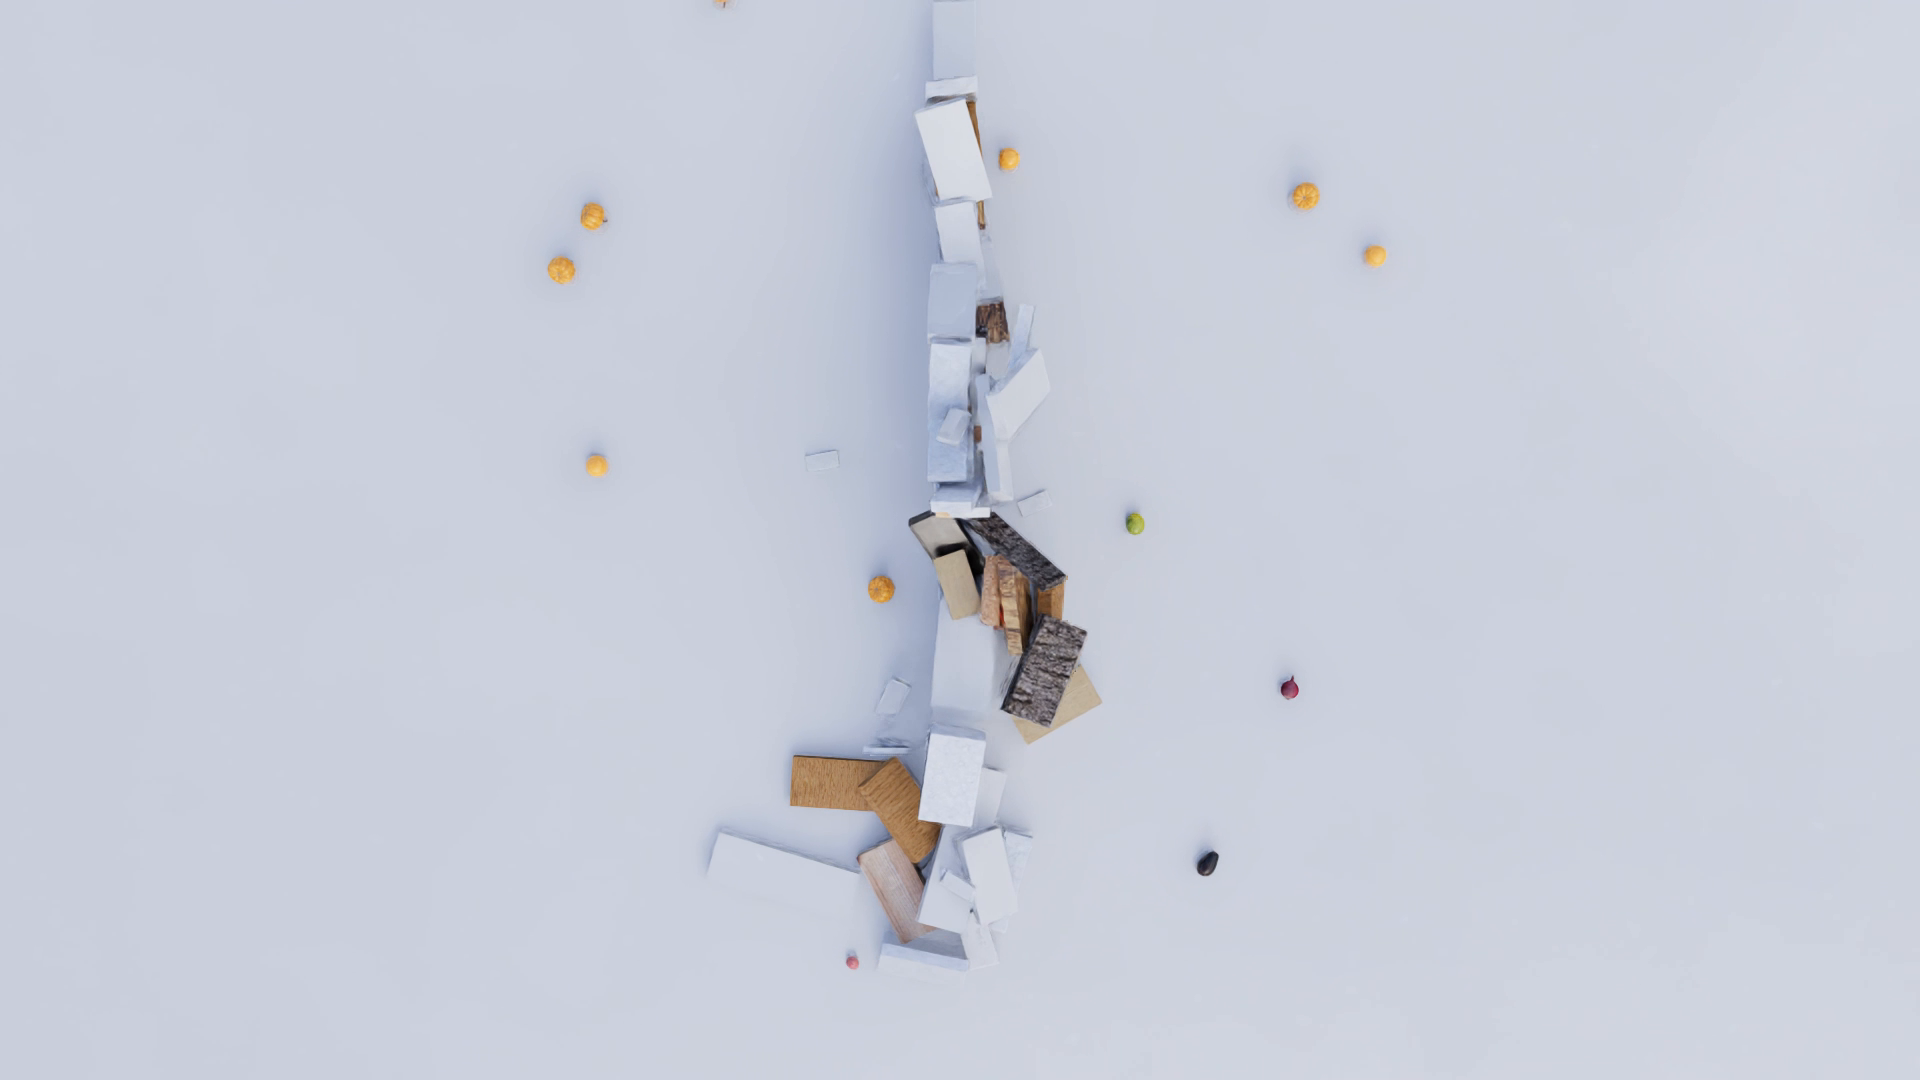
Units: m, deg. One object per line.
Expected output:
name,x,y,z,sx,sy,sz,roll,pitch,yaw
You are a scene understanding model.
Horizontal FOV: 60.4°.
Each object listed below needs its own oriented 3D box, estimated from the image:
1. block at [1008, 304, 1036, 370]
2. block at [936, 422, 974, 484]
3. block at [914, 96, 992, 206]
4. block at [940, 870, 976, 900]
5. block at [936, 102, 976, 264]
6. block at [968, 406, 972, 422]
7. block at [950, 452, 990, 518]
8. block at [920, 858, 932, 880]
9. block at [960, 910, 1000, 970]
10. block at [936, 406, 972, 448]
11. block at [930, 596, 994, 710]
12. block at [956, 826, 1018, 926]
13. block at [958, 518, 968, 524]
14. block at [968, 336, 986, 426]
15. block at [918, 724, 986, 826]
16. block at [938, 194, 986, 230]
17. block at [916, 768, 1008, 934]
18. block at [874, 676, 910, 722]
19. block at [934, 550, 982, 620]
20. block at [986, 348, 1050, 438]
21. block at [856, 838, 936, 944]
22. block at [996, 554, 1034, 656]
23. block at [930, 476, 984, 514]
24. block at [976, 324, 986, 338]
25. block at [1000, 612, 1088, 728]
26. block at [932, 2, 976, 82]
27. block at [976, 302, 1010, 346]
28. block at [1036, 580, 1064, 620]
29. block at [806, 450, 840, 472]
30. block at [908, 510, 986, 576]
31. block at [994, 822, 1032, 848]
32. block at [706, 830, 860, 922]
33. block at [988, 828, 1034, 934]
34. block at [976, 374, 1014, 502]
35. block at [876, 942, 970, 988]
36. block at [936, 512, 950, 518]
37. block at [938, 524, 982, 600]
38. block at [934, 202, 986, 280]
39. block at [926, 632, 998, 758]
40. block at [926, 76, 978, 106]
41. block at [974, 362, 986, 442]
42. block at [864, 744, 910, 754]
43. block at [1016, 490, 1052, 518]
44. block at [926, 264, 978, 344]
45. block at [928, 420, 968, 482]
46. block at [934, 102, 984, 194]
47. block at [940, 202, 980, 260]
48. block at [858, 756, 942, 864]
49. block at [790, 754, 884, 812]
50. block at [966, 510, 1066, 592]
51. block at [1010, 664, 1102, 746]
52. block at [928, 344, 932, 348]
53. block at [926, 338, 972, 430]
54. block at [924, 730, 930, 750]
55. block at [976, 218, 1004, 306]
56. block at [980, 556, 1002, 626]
block,0.191,-0.602,5.286,0.043,0.151,0.302,12,98,4
block,-0.015,-0.270,5.111,0.118,0.033,0.236,-1,48,3
block,-0.019,-1.218,5.205,0.162,0.046,0.324,-16,119,5
block,-0.005,1.120,5.352,0.106,0.015,0.053,31,107,10
block,-0.006,-1.063,5.464,0.141,0.040,0.881,-2,88,0
block,-0.021,-0.313,5.238,0.121,0.034,0.243,0,65,0
block,0.024,-0.178,5.206,0.121,0.498,0.034,-1,113,-1
block,-0.062,1.092,5.487,0.091,0.026,0.182,40,90,0
block,0.057,1.321,5.466,0.097,0.028,0.194,-15,99,6
block,-0.018,-0.350,5.090,0.070,0.020,0.140,19,49,5
block,0.010,0.366,5.305,0.176,0.050,0.351,6,85,0
block,0.091,1.098,5.396,0.144,0.041,0.288,-16,97,-26
block,-0.002,-0.060,5.369,0.140,0.281,0.040,0,59,0
block,-0.010,-0.505,5.243,0.167,0.334,0.047,2,48,-2
block,-0.025,0.757,5.287,0.176,0.050,0.351,8,120,0
block,0.001,-1.149,5.398,0.141,0.040,0.283,-5,77,2
block,0.005,1.010,5.422,0.158,0.045,0.535,17,82,-11
block,-0.224,0.529,5.469,0.070,0.020,0.140,27,108,-1
block,-0.004,0.145,5.278,0.104,0.029,0.208,-19,86,3
block,0.184,-0.461,5.151,0.043,0.302,0.151,4,126,31
block,-0.194,1.157,5.460,0.163,0.046,0.327,-28,90,12
block,0.183,0.188,5.331,0.047,0.167,0.334,-3,104,18
block,-0.006,-0.140,5.011,0.122,0.243,0.034,2,111,10
block,0.000,-0.592,5.337,0.167,0.334,0.047,0,68,0
block,0.270,0.418,5.292,0.167,0.047,0.334,23,88,-25
block,-0.018,-1.640,5.460,0.141,0.040,0.283,-1,82,0
block,0.065,-0.787,5.413,0.148,0.042,0.296,-11,88,0
block,0.289,0.290,5.413,0.047,0.167,0.334,4,90,15
block,-0.458,-0.262,5.492,0.106,0.015,0.053,-11,90,0
block,-0.036,0.017,5.311,0.140,0.040,0.281,-24,123,16
block,0.139,1.008,5.487,0.182,0.026,0.091,32,90,0
block,-0.588,1.114,5.477,0.483,0.046,0.163,17,90,0
block,0.150,1.131,5.466,0.097,0.028,0.336,16,97,0
block,0.107,-0.319,5.157,0.043,0.151,0.373,-9,79,15
block,-0.123,1.403,5.430,0.288,0.144,0.041,12,53,0
block,-0.004,-0.160,5.246,0.104,0.402,0.029,1,113,4
block,-0.001,0.072,5.403,0.140,0.040,0.281,0,125,0
block,0.001,-0.947,5.267,0.123,0.035,0.246,-10,101,3
block,0.007,0.510,5.344,0.175,0.050,0.452,8,85,0
block,-0.029,-1.436,5.294,0.162,0.324,0.046,-7,99,0
block,-0.002,-0.460,5.365,0.167,0.047,0.334,0,135,0
block,-0.239,0.688,5.424,0.139,0.070,0.020,6,87,-41
block,0.249,-0.120,5.492,0.106,0.015,0.053,-23,90,0
block,-0.023,-0.741,5.167,0.148,0.042,0.296,2,56,1
block,-0.036,-0.277,5.074,0.118,0.033,0.236,-1,48,4
block,-0.014,-1.277,5.366,0.162,0.046,0.324,-7,64,0
block,-0.002,-1.029,5.331,0.123,0.035,0.246,-2,81,2
block,-0.184,0.886,5.419,0.158,0.045,0.315,-39,99,-30
block,-0.395,0.809,5.477,0.327,0.046,0.163,4,90,0
block,0.176,0.029,5.217,0.336,0.118,0.033,42,120,16
block,0.313,0.547,5.479,0.288,0.041,0.144,-29,90,0
block,-0.076,-0.650,5.492,0.053,0.015,0.106,-16,90,0
block,-0.033,-0.478,5.141,0.123,0.035,0.306,6,124,3
block,-0.016,0.680,5.450,0.194,0.097,0.028,15,112,0
block,0.044,-0.896,5.358,0.148,0.042,0.296,-11,67,0
block,0.103,0.162,5.249,0.029,0.104,0.208,-1,73,18
